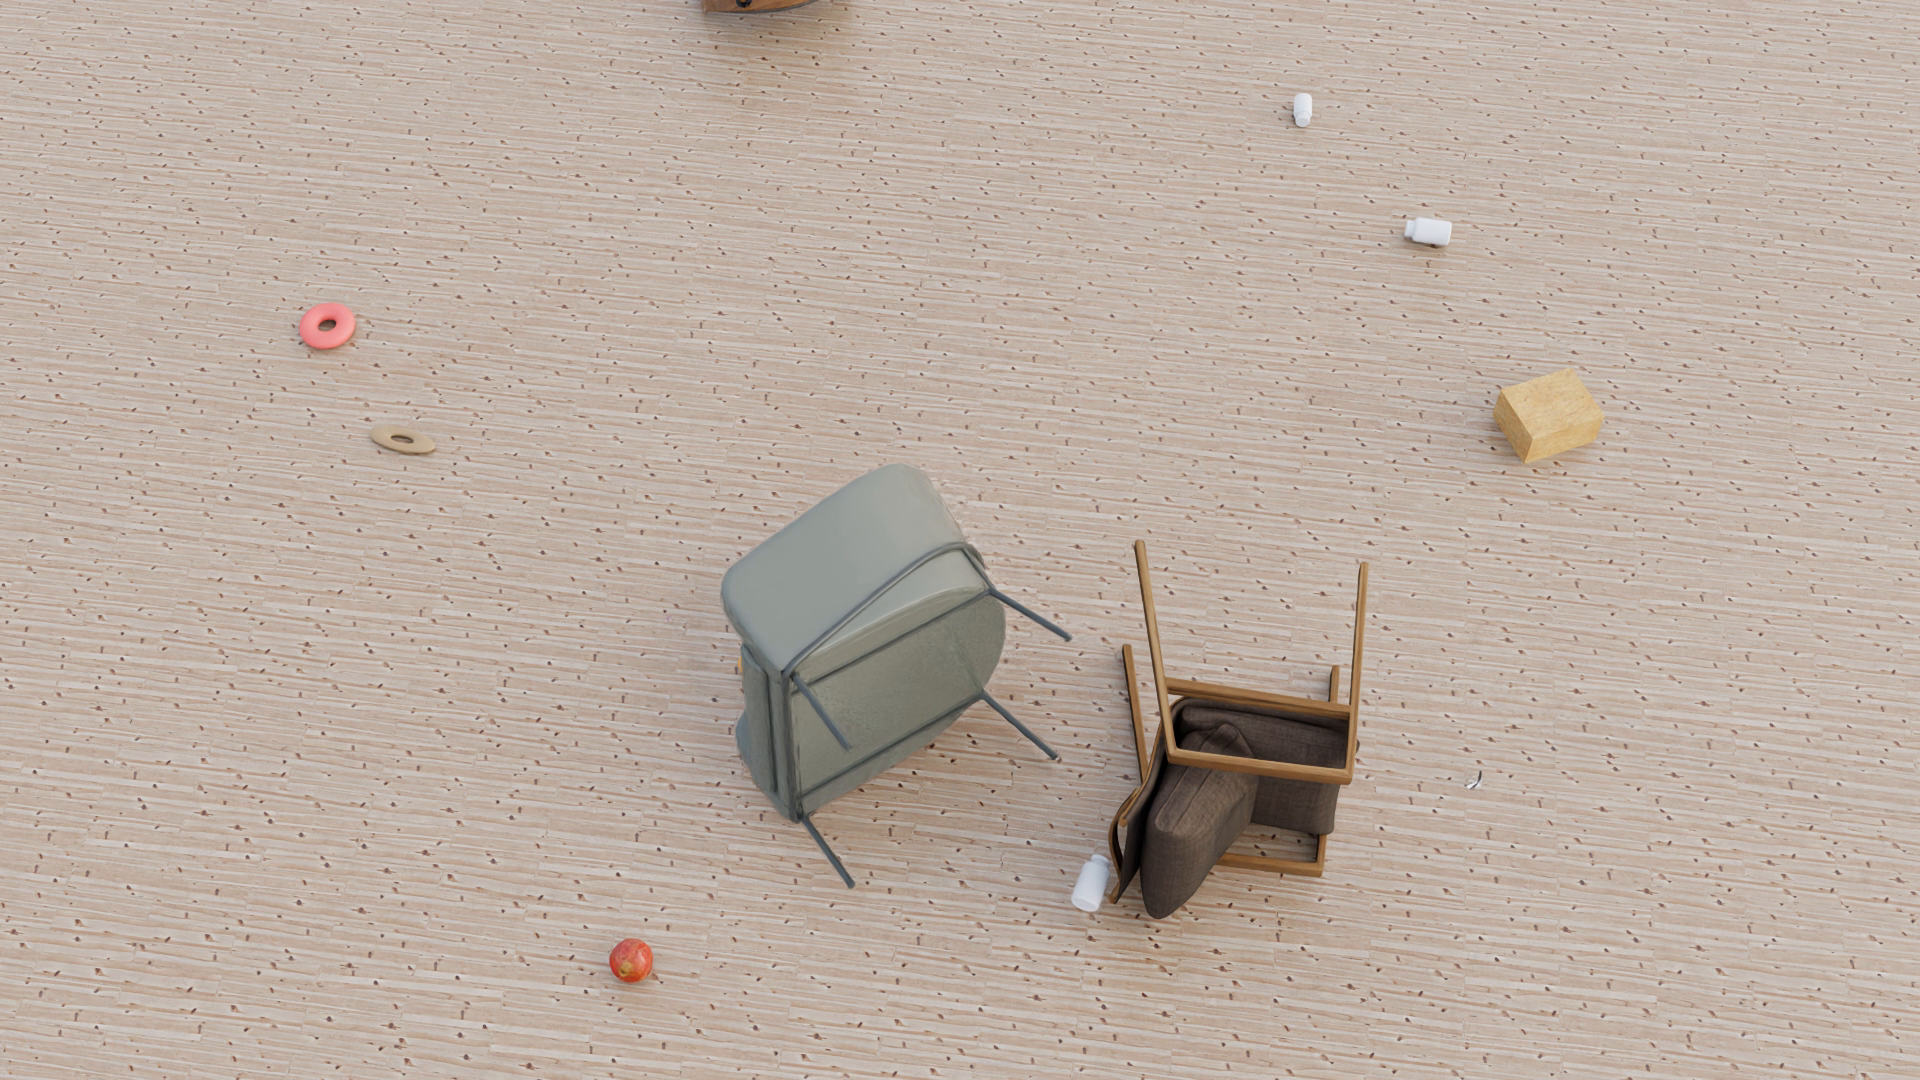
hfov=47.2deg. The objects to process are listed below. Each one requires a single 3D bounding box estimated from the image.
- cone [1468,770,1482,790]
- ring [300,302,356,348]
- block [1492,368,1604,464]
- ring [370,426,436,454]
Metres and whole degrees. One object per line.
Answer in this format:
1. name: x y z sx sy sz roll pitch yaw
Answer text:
1. cone: 1.439 0.675 6.111 0.029 0.045 0.067 43 57 -18
2. ring: -2.015 -0.682 7.003 0.175 0.050 0.178 21 59 12
3. block: 1.805 -0.382 6.752 0.247 0.130 0.201 -18 58 -12
4. ring: -1.717 -0.309 6.765 0.220 0.026 0.082 14 58 9
